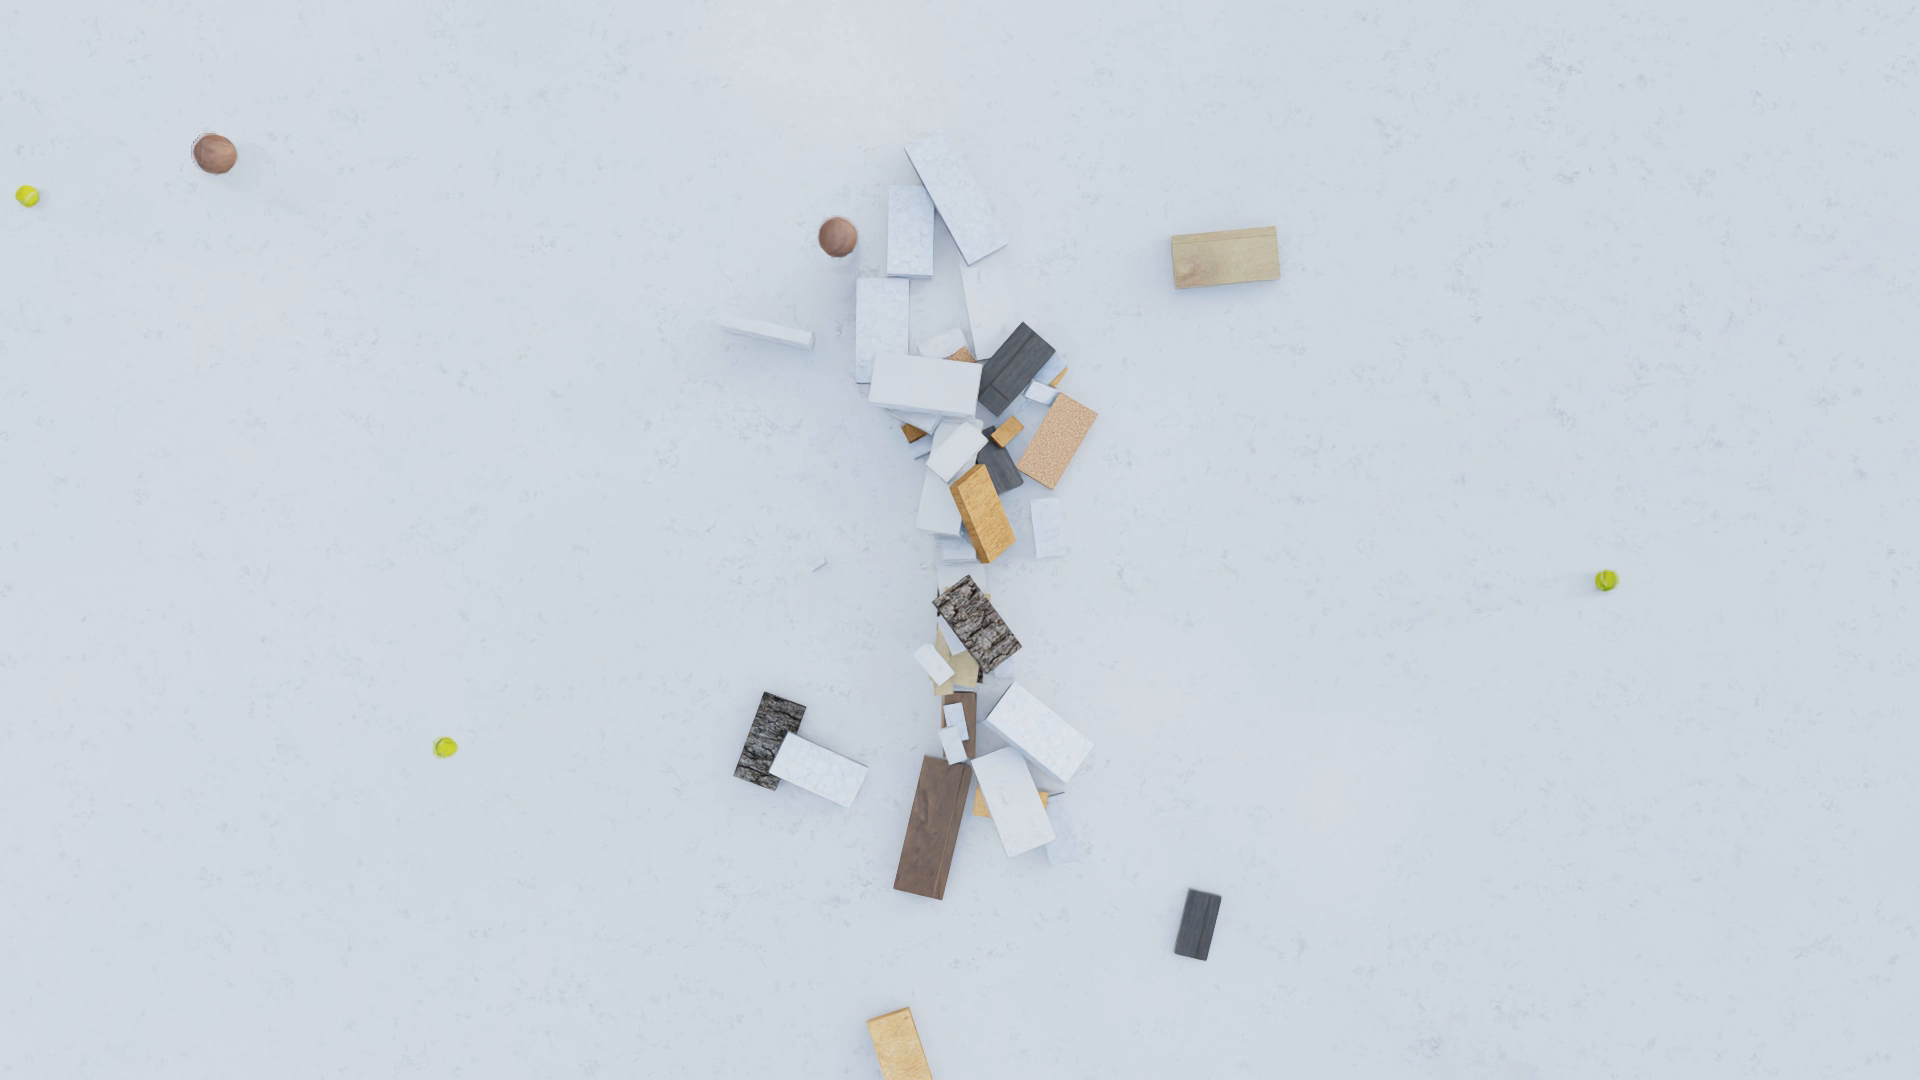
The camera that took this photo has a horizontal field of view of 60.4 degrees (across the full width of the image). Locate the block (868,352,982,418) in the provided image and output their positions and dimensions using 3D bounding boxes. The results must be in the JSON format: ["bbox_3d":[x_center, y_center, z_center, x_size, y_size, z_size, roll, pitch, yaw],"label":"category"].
[{"bbox_3d":[-0.113,-0.507,5.394,0.349,0.049,0.173,8,78,5],"label":"block"}]

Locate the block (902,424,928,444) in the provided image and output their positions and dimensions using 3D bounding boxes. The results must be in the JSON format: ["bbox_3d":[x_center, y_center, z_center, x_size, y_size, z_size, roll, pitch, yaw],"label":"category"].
[{"bbox_3d":[-0.128,-0.376,5.479,0.123,0.017,0.062,-29,71,-2],"label":"block"}]

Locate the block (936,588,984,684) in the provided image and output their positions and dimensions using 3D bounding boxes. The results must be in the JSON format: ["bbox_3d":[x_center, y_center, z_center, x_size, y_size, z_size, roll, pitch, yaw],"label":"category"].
[{"bbox_3d":[0.000,0.316,5.441,0.153,0.043,0.306,1,77,0],"label":"block"}]

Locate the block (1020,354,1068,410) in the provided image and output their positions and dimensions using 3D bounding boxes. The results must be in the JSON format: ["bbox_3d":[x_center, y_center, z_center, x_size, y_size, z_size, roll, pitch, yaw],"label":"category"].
[{"bbox_3d":[0.256,-0.530,5.470,0.072,0.020,0.216,45,101,0],"label":"block"}]

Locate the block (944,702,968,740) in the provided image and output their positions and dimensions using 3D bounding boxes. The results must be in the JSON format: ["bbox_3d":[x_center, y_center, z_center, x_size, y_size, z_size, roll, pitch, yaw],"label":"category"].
[{"bbox_3d":[-0.013,0.600,5.431,0.062,0.017,0.123,-11,90,0],"label":"block"}]

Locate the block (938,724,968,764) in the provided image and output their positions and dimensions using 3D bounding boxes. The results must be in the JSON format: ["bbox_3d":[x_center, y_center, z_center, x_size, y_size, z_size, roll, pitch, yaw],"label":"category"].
[{"bbox_3d":[-0.024,0.671,5.415,0.062,0.017,0.123,-18,106,2],"label":"block"}]

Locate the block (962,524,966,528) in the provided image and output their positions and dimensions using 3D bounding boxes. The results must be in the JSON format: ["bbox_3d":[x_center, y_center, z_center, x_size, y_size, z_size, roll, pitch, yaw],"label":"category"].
[{"bbox_3d":[-0.008,-0.146,5.447,0.109,0.031,0.218,-4,69,0],"label":"block"}]

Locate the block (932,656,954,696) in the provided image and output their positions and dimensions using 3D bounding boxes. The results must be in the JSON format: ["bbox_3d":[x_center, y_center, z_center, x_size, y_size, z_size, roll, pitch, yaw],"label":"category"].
[{"bbox_3d":[-0.058,0.438,5.332,0.062,0.017,0.123,-5,89,-1],"label":"block"}]

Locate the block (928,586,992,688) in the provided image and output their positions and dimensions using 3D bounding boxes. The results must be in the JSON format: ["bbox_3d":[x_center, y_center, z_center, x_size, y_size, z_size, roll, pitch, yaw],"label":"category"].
[{"bbox_3d":[0.000,0.315,5.365,0.153,0.043,0.306,10,89,-1],"label":"block"}]

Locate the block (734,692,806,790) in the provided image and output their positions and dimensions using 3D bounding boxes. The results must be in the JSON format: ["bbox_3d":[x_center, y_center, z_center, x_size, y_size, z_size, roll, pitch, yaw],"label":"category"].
[{"bbox_3d":[-0.632,0.668,5.479,0.147,0.042,0.294,20,90,0],"label":"block"}]

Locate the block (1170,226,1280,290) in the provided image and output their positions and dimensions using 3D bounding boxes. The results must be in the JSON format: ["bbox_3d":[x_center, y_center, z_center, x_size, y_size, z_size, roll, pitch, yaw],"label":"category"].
[{"bbox_3d":[0.880,-0.936,5.475,0.347,0.049,0.173,-5,90,0],"label":"block"}]

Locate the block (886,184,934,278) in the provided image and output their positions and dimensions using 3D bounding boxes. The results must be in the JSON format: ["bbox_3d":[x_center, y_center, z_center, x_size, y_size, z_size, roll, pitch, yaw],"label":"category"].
[{"bbox_3d":[-0.163,-1.021,5.459,0.150,0.042,0.300,2,84,-3],"label":"block"}]

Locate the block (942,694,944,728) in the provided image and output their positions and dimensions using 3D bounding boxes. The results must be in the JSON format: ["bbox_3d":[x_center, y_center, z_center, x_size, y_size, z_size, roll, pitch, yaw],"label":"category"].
[{"bbox_3d":[-0.007,0.543,5.485,0.107,0.030,0.214,1,90,0],"label":"block"}]

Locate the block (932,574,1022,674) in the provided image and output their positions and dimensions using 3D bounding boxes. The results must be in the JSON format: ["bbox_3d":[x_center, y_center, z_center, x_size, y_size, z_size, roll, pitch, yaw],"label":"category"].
[{"bbox_3d":[0.055,0.272,5.313,0.145,0.041,0.291,-37,92,-11],"label":"block"}]

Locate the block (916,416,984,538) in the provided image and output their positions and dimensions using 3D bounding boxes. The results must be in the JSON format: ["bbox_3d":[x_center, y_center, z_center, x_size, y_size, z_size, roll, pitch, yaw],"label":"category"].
[{"bbox_3d":[-0.035,-0.213,5.403,0.145,0.041,0.391,10,80,10],"label":"block"}]

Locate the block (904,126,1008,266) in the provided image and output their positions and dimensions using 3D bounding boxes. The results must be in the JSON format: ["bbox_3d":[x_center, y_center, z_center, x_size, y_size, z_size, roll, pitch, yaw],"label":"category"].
[{"bbox_3d":[-0.013,-1.131,5.434,0.150,0.042,0.440,-29,90,-3],"label":"block"}]

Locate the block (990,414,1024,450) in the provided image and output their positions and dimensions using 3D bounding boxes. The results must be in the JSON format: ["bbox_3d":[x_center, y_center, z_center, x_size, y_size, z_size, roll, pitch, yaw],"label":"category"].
[{"bbox_3d":[0.156,-0.359,5.469,0.057,0.016,0.113,47,65,1],"label":"block"}]

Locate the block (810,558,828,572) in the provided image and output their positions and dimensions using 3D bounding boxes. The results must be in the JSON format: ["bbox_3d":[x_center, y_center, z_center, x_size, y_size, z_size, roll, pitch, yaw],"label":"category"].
[{"bbox_3d":[-0.468,0.081,5.443,0.057,0.113,0.016,-32,91,0],"label":"block"}]

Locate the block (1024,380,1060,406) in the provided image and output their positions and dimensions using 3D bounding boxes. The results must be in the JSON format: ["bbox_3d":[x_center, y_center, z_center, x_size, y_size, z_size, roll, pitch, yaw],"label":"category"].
[{"bbox_3d":[0.269,-0.486,5.455,0.113,0.016,0.057,18,113,-32],"label":"block"}]

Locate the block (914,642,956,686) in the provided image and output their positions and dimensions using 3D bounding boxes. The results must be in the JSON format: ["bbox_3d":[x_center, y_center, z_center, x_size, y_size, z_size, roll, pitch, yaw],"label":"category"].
[{"bbox_3d":[-0.084,0.398,5.314,0.067,0.019,0.133,-40,90,-1],"label":"block"}]

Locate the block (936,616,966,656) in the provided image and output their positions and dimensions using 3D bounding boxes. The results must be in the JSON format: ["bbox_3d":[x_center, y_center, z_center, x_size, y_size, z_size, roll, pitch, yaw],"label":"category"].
[{"bbox_3d":[-0.021,0.299,5.333,0.067,0.019,0.133,-25,90,-1],"label":"block"}]

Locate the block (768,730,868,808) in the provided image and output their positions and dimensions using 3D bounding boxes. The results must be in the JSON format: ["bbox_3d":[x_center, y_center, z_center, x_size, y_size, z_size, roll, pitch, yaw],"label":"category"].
[{"bbox_3d":[-0.467,0.759,5.455,0.294,0.042,0.147,26,89,-9],"label":"block"}]

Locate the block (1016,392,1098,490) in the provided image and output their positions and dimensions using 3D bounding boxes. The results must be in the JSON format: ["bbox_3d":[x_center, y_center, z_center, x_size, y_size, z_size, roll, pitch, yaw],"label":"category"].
[{"bbox_3d":[0.321,-0.328,5.479,0.146,0.041,0.293,31,90,0],"label":"block"}]

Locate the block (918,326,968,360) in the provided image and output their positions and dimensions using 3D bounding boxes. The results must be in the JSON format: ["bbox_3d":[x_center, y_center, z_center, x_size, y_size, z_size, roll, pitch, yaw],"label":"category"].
[{"bbox_3d":[-0.056,-0.644,5.489,0.154,0.022,0.077,-25,90,0],"label":"block"}]

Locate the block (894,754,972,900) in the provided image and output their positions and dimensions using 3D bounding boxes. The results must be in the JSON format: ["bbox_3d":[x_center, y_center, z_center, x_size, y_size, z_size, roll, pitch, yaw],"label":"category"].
[{"bbox_3d":[-0.088,0.953,5.476,0.168,0.048,0.453,13,90,0],"label":"block"}]

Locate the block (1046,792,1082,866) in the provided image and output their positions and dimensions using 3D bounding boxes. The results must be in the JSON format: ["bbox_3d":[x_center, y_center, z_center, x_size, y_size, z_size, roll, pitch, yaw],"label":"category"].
[{"bbox_3d":[0.325,0.959,5.484,0.110,0.031,0.220,-15,90,0],"label":"block"}]

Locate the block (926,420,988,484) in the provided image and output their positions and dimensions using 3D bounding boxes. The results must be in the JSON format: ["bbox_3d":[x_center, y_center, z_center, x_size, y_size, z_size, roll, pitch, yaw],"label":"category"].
[{"bbox_3d":[-0.010,-0.286,5.379,0.097,0.028,0.194,42,87,14],"label":"block"}]

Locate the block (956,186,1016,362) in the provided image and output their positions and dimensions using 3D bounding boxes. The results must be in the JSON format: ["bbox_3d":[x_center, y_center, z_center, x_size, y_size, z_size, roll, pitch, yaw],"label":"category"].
[{"bbox_3d":[0.077,-0.883,5.479,0.146,0.041,0.562,-10,90,0],"label":"block"}]

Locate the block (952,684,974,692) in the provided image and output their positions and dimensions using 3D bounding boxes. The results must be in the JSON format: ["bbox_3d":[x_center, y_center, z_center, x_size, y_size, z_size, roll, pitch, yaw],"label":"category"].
[{"bbox_3d":[-0.007,0.394,5.463,0.107,0.030,0.214,2,78,0],"label":"block"}]

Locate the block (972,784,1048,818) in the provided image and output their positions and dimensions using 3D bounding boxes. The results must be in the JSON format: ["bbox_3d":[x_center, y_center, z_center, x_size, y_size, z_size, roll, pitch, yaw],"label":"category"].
[{"bbox_3d":[0.167,0.874,5.459,0.237,0.031,0.110,8,78,7],"label":"block"}]

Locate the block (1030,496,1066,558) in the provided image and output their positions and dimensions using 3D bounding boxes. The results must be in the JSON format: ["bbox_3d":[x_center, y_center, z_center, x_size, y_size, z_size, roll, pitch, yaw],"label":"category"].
[{"bbox_3d":[0.291,-0.041,5.486,0.097,0.028,0.194,-7,90,0],"label":"block"}]

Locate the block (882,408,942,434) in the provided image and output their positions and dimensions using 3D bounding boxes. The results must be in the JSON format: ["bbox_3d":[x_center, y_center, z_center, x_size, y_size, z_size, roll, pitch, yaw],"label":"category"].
[{"bbox_3d":[-0.151,-0.431,5.441,0.194,0.028,0.097,27,80,23],"label":"block"}]

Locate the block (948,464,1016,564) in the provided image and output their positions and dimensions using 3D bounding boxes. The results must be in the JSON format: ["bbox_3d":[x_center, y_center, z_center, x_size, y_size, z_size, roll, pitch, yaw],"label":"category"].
[{"bbox_3d":[0.075,-0.085,5.386,0.145,0.041,0.291,-41,119,-36],"label":"block"}]

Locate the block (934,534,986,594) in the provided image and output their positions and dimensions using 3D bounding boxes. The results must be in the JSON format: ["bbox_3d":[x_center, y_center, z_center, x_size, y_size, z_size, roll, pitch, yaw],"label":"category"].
[{"bbox_3d":[0.004,0.116,5.443,0.153,0.043,0.306,-5,77,-1],"label":"block"}]

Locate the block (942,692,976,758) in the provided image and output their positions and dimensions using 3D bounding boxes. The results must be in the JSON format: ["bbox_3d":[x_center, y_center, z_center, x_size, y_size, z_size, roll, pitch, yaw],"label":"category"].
[{"bbox_3d":[0.000,0.611,5.454,0.107,0.030,0.214,1,90,0],"label":"block"}]

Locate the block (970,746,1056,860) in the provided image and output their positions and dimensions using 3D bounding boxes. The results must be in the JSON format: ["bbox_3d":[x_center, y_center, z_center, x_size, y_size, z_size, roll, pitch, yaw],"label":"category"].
[{"bbox_3d":[0.172,0.855,5.407,0.168,0.048,0.337,-19,76,-10],"label":"block"}]

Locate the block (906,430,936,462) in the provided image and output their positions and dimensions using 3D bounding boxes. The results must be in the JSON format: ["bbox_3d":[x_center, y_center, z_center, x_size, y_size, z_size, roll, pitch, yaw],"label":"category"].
[{"bbox_3d":[-0.100,-0.324,5.475,0.143,0.020,0.072,-24,63,0],"label":"block"}]

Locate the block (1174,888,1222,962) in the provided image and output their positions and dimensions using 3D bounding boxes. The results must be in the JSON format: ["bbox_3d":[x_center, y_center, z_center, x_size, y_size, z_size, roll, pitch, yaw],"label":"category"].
[{"bbox_3d":[0.790,1.278,5.484,0.110,0.031,0.220,14,90,0],"label":"block"}]

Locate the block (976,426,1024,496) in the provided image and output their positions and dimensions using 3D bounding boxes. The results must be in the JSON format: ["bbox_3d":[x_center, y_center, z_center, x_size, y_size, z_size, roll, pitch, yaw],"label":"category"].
[{"bbox_3d":[0.112,-0.260,5.456,0.109,0.031,0.218,-25,82,-15],"label":"block"}]

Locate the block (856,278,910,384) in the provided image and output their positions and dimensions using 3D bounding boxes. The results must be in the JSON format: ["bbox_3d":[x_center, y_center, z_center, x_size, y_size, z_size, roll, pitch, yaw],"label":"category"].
[{"bbox_3d":[-0.257,-0.693,5.475,0.173,0.049,0.347,1,90,0],"label":"block"}]

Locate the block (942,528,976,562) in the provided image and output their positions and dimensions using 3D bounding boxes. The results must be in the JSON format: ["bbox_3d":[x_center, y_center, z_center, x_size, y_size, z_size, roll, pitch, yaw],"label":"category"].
[{"bbox_3d":[-0.005,-0.036,5.439,0.109,0.031,0.218,-1,69,0],"label":"block"}]

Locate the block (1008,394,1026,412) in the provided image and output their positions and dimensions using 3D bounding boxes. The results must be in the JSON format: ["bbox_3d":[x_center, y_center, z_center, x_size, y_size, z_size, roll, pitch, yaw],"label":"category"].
[{"bbox_3d":[0.155,-0.485,5.471,0.123,0.017,0.062,41,101,2],"label":"block"}]

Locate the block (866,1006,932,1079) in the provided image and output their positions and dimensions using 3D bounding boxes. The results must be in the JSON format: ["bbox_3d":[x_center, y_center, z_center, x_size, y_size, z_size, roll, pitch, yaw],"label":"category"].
[{"bbox_3d":[-0.152,1.845,5.479,0.147,0.042,0.562,-18,90,0],"label":"block"}]

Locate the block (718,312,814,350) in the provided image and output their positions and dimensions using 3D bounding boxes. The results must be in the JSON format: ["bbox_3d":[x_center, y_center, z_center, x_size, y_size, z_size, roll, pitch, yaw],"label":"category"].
[{"bbox_3d":[-0.636,-0.687,5.425,0.300,0.150,0.042,13,90,0],"label":"block"}]

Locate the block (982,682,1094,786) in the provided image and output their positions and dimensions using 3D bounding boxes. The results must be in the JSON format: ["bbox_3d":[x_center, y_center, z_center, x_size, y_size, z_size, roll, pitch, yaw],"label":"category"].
[{"bbox_3d":[0.258,0.638,5.442,0.337,0.048,0.168,39,65,0],"label":"block"}]

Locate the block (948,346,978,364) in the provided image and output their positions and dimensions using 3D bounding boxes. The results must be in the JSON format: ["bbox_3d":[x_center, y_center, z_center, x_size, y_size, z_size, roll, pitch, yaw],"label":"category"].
[{"bbox_3d":[-0.019,-0.572,5.478,0.143,0.020,0.072,-39,103,3],"label":"block"}]

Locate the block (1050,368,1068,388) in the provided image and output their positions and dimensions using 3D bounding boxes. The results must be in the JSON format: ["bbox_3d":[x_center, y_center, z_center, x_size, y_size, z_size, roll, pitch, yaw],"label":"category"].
[{"bbox_3d":[0.276,-0.582,5.489,0.154,0.022,0.077,35,90,0],"label":"block"}]

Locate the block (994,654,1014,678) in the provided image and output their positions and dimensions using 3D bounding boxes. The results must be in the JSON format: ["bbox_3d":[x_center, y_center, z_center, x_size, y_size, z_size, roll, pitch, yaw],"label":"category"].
[{"bbox_3d":[0.145,0.389,5.491,0.067,0.019,0.133,-4,90,0],"label":"block"}]

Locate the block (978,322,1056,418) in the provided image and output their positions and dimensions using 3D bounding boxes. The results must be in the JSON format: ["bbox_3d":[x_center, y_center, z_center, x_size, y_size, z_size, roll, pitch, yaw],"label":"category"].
[{"bbox_3d":[0.166,-0.560,5.434,0.146,0.041,0.293,41,95,2],"label":"block"}]
